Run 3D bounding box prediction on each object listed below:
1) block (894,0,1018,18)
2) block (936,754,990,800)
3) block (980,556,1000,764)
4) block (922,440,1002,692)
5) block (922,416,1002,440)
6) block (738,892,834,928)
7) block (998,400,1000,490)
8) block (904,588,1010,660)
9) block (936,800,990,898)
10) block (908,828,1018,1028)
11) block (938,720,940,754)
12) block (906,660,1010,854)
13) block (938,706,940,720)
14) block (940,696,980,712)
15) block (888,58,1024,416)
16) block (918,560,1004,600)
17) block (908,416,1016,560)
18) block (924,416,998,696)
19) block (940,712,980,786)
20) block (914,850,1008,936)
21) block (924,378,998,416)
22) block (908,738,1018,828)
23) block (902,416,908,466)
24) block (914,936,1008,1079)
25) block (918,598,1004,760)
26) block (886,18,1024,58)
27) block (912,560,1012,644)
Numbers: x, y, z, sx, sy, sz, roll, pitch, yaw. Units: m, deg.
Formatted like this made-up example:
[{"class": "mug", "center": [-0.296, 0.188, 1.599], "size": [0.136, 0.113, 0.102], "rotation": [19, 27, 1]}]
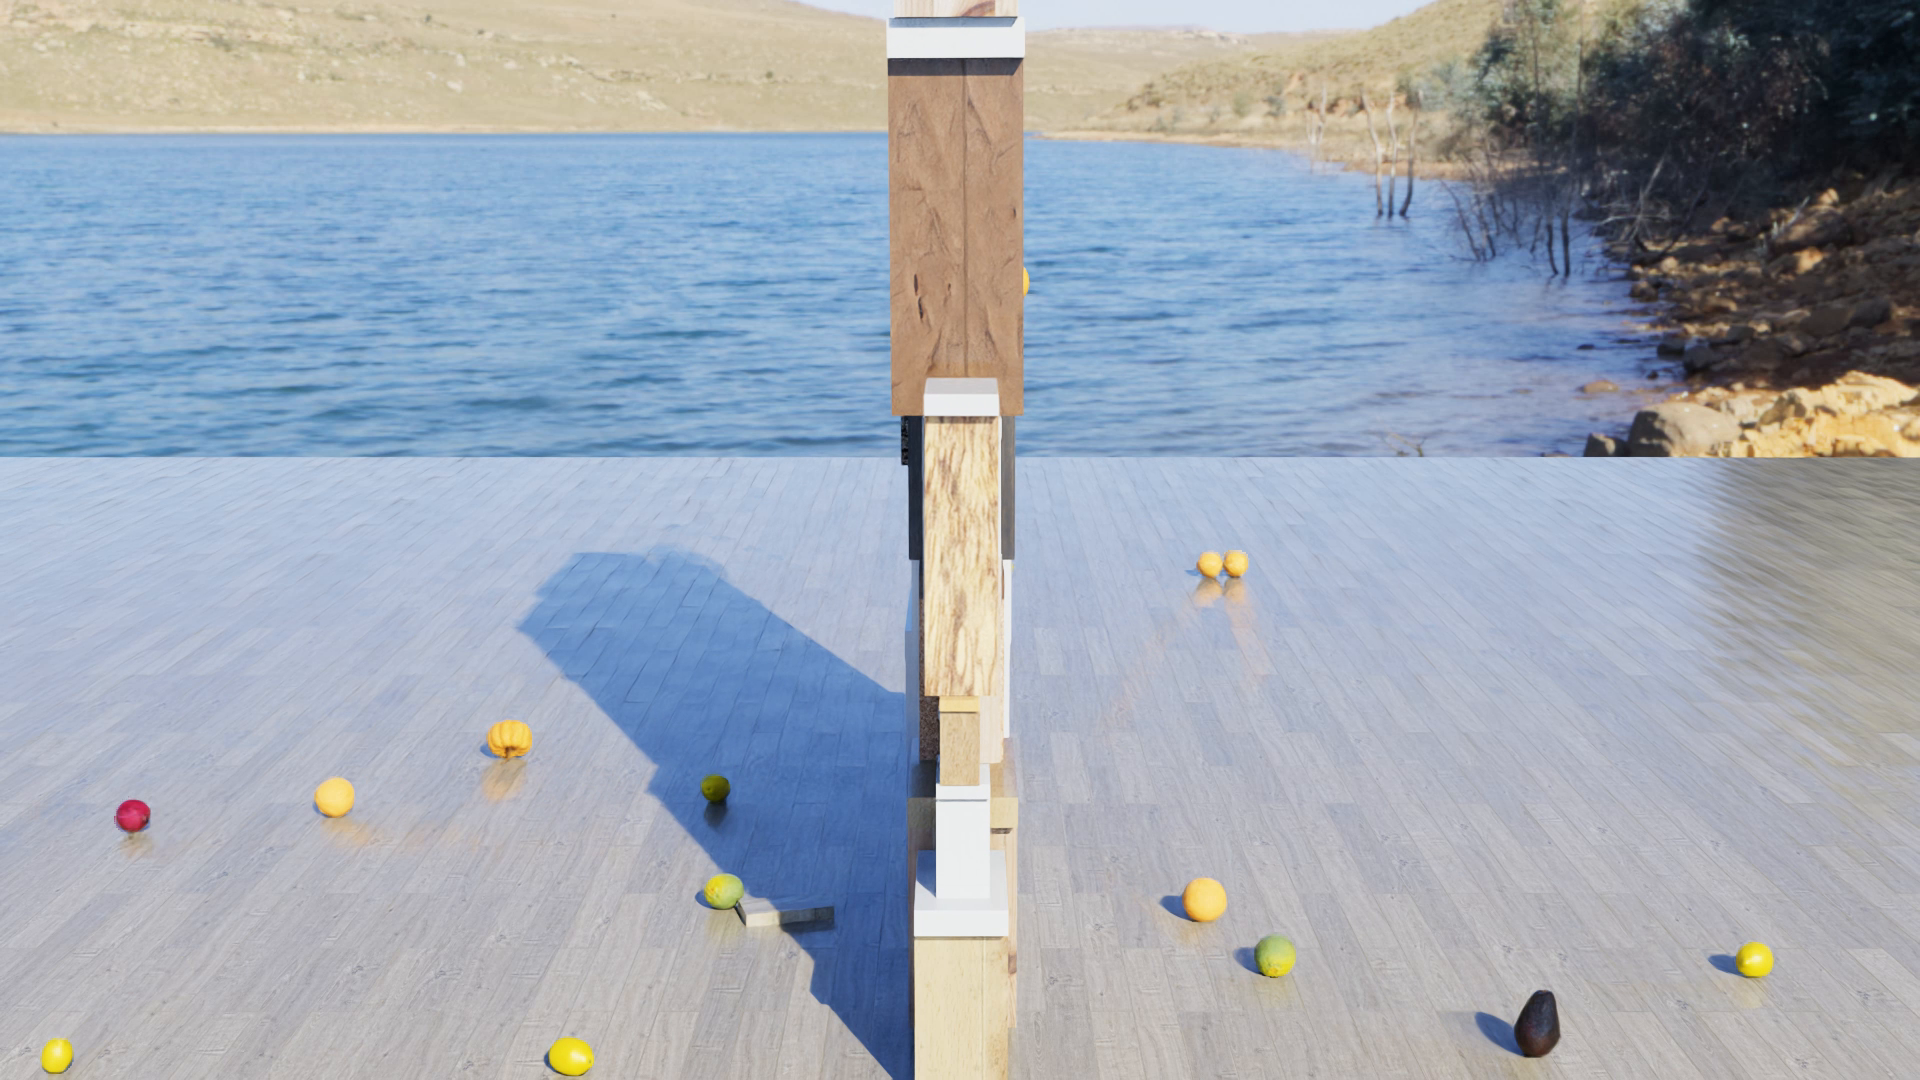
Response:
[{"class": "block", "center": [-0.006, -0.835, 2.823], "size": [0.160, 0.319, 0.045], "rotation": [0, 10, 0]}, {"class": "block", "center": [0.004, 0.309, 2.874], "size": [0.069, 0.020, 0.138], "rotation": [0, 11, 0]}, {"class": "block", "center": [0.019, 0.158, 2.878], "size": [0.065, 0.274, 0.018], "rotation": [-2, 10, -13]}, {"class": "block", "center": [0.003, 0.033, 3.032], "size": [0.107, 0.355, 0.030], "rotation": [0, 11, 0]}, {"class": "block", "center": [0.002, -0.169, 3.067], "size": [0.107, 0.030, 0.213], "rotation": [0, 11, 0]}, {"class": "block", "center": [-0.282, 0.599, 3.566], "size": [0.144, 0.020, 0.072], "rotation": [-3, 11, -16]}, {"class": "block", "center": [0.005, -0.091, 2.864], "size": [0.091, 0.183, 0.026], "rotation": [0, 11, -1]}, {"class": "block", "center": [-0.004, 0.148, 3.943], "size": [0.180, 0.051, 0.359], "rotation": [0, 11, 0]}, {"class": "block", "center": [0.004, 0.394, 2.843], "size": [0.069, 0.138, 0.020], "rotation": [0, 11, 0]}, {"class": "block", "center": [0.004, 0.538, 3.114], "size": [0.153, 0.305, 0.043], "rotation": [0, 11, 0]}, {"class": "block", "center": [-0.002, 0.299, 3.034], "size": [0.054, 0.108, 0.015], "rotation": [-1, 11, -5]}, {"class": "block", "center": [-0.004, 0.371, 3.862], "size": [0.180, 0.359, 0.051], "rotation": [0, 11, 0]}, {"class": "block", "center": [0.003, 0.245, 2.985], "size": [0.054, 0.015, 0.108], "rotation": [-1, 11, -7]}, {"class": "block", "center": [0.000, 0.199, 2.817], "size": [0.050, 0.014, 0.101], "rotation": [0, 11, 0]}, {"class": "block", "center": [-0.005, -0.405, 2.961], "size": [0.179, 0.473, 0.051], "rotation": [0, 11, 0]}, {"class": "block", "center": [0.002, 0.045, 3.260], "size": [0.122, 0.035, 0.245], "rotation": [0, 11, 0]}, {"class": "block", "center": [0.002, -0.129, 3.241], "size": [0.157, 0.314, 0.044], "rotation": [0, 11, 0]}, {"class": "block", "center": [0.002, 0.018, 2.764], "size": [0.091, 0.360, 0.026], "rotation": [0, 11, 0]}, {"class": "block", "center": [0.000, 0.262, 2.796], "size": [0.050, 0.101, 0.014], "rotation": [0, 12, 0]}, {"class": "block", "center": [0.002, 0.467, 2.922], "size": [0.120, 0.034, 0.240], "rotation": [0, 11, 0]}, {"class": "block", "center": [0.002, -0.182, 2.786], "size": [0.091, 0.026, 0.183], "rotation": [0, 11, 0]}, {"class": "block", "center": [0.004, 0.348, 3.182], "size": [0.153, 0.043, 0.305], "rotation": [0, 11, 0]}, {"class": "block", "center": [-0.006, -0.299, 3.542], "size": [0.177, 0.354, 0.050], "rotation": [0, 11, 0]}, {"class": "block", "center": [0.002, 0.617, 2.868], "size": [0.120, 0.240, 0.034], "rotation": [0, 11, 0]}, {"class": "block", "center": [0.002, 0.197, 3.206], "size": [0.122, 0.245, 0.035], "rotation": [0, 11, 0]}, {"class": "block", "center": [-0.005, -0.685, 3.031], "size": [0.179, 0.051, 0.358], "rotation": [0, 10, 0]}, {"class": "block", "center": [0.002, -0.081, 3.463], "size": [0.157, 0.490, 0.044], "rotation": [0, 11, 0]}]
